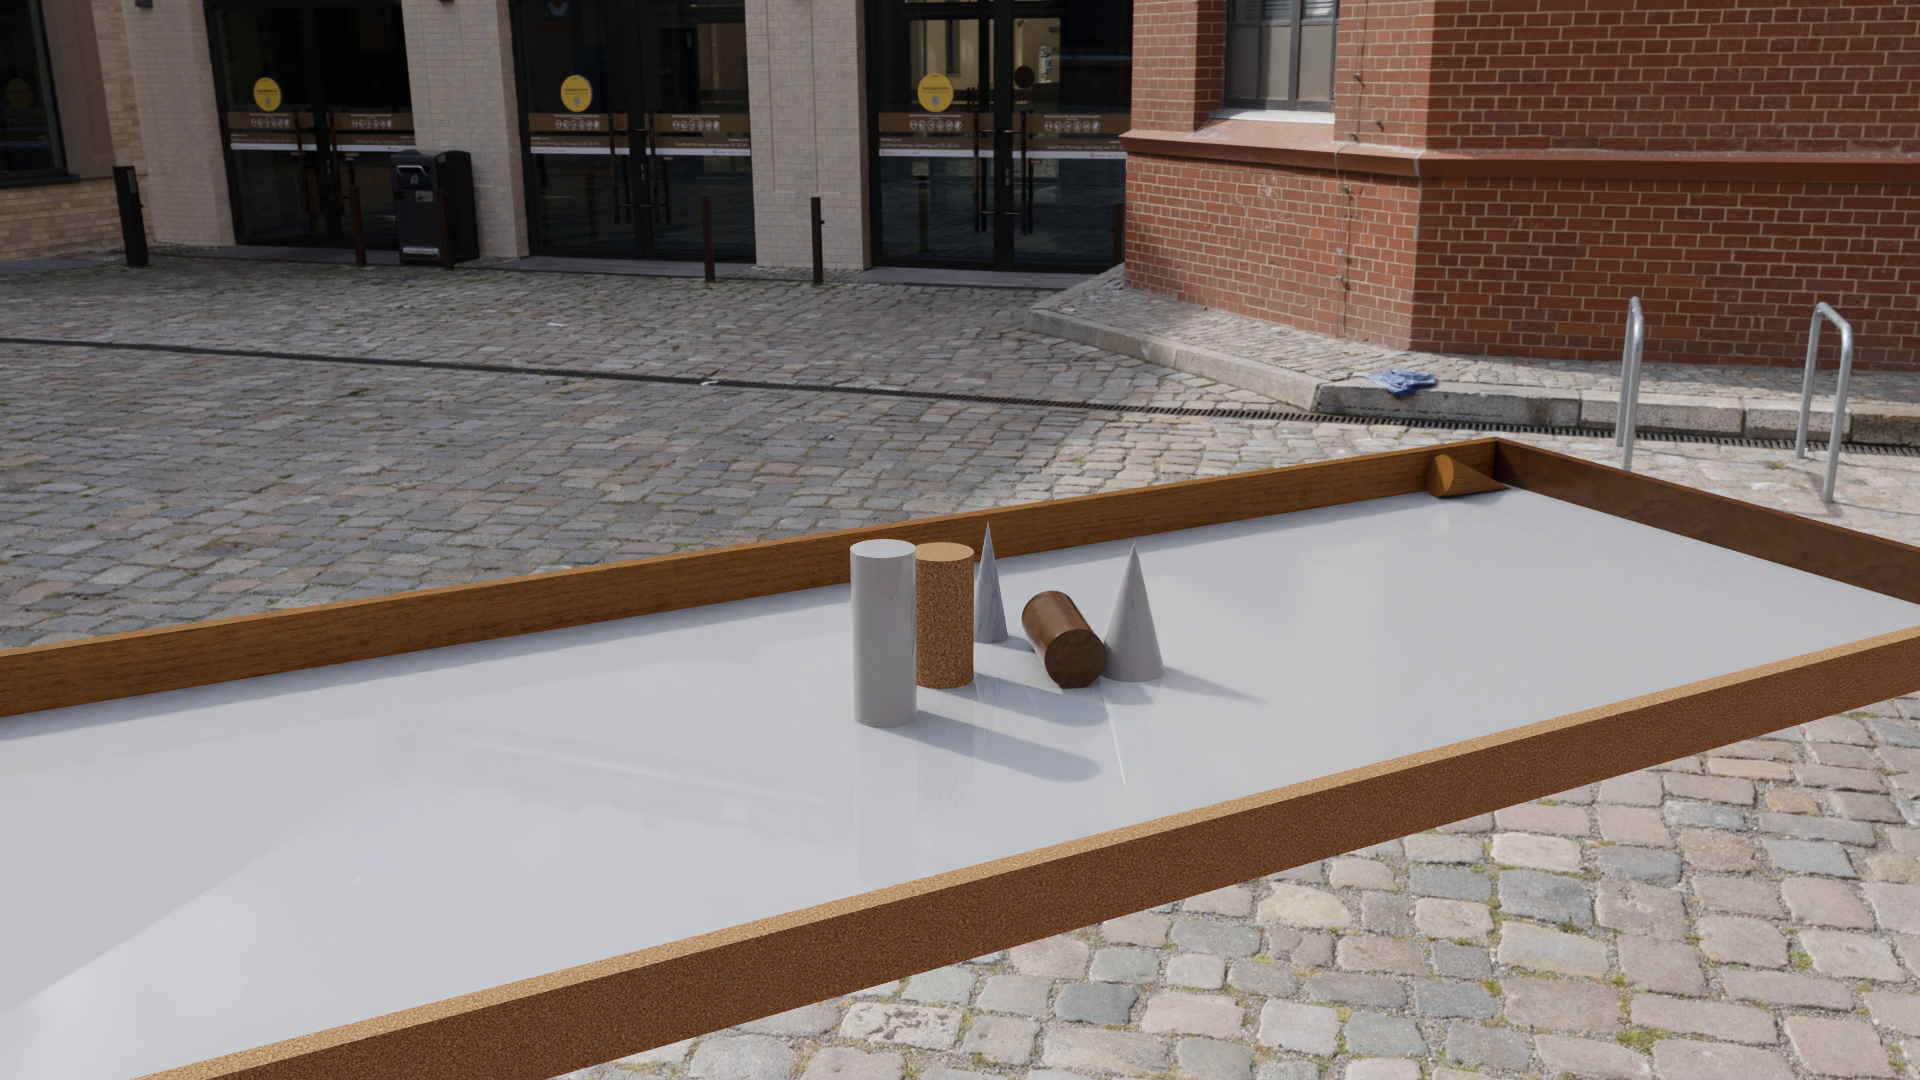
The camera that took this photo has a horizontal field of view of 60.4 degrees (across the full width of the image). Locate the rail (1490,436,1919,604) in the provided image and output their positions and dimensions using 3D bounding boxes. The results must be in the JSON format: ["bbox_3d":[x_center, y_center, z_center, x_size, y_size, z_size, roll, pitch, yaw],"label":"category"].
[{"bbox_3d":[2.466,-0.048,5.253,0.050,0.150,2.100,-9,18,-27],"label":"rail"}]

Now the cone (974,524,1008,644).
[{"bbox_3d":[0.075,0.104,4.418,0.111,0.328,0.111,0,16,0],"label":"cone"}]

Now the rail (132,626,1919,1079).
[{"bbox_3d":[-2.336,1.006,1.665,12.000,0.150,0.050,-9,18,-27],"label":"rail"}]

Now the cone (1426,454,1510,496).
[{"bbox_3d":[1.854,-0.207,5.928,0.320,0.152,0.152,8,13,-22],"label":"cone"}]

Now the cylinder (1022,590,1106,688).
[{"bbox_3d":[0.262,0.251,4.226,0.155,0.155,0.311,-2,17,-8],"label":"cylinder"}]

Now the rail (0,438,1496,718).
[{"bbox_3d":[-3.305,0.497,3.399,12.000,0.150,0.050,-9,18,-27],"label":"rail"}]

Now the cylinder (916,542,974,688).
[{"bbox_3d":[-0.047,0.188,4.127,0.164,0.331,0.164,0,16,0],"label":"cylinder"}]

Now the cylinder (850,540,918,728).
[{"bbox_3d":[-0.178,0.219,3.873,0.153,0.416,0.153,0,16,0],"label":"cylinder"}]

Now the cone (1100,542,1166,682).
[{"bbox_3d":[0.437,0.166,4.176,0.177,0.346,0.177,0,16,0],"label":"cone"}]
